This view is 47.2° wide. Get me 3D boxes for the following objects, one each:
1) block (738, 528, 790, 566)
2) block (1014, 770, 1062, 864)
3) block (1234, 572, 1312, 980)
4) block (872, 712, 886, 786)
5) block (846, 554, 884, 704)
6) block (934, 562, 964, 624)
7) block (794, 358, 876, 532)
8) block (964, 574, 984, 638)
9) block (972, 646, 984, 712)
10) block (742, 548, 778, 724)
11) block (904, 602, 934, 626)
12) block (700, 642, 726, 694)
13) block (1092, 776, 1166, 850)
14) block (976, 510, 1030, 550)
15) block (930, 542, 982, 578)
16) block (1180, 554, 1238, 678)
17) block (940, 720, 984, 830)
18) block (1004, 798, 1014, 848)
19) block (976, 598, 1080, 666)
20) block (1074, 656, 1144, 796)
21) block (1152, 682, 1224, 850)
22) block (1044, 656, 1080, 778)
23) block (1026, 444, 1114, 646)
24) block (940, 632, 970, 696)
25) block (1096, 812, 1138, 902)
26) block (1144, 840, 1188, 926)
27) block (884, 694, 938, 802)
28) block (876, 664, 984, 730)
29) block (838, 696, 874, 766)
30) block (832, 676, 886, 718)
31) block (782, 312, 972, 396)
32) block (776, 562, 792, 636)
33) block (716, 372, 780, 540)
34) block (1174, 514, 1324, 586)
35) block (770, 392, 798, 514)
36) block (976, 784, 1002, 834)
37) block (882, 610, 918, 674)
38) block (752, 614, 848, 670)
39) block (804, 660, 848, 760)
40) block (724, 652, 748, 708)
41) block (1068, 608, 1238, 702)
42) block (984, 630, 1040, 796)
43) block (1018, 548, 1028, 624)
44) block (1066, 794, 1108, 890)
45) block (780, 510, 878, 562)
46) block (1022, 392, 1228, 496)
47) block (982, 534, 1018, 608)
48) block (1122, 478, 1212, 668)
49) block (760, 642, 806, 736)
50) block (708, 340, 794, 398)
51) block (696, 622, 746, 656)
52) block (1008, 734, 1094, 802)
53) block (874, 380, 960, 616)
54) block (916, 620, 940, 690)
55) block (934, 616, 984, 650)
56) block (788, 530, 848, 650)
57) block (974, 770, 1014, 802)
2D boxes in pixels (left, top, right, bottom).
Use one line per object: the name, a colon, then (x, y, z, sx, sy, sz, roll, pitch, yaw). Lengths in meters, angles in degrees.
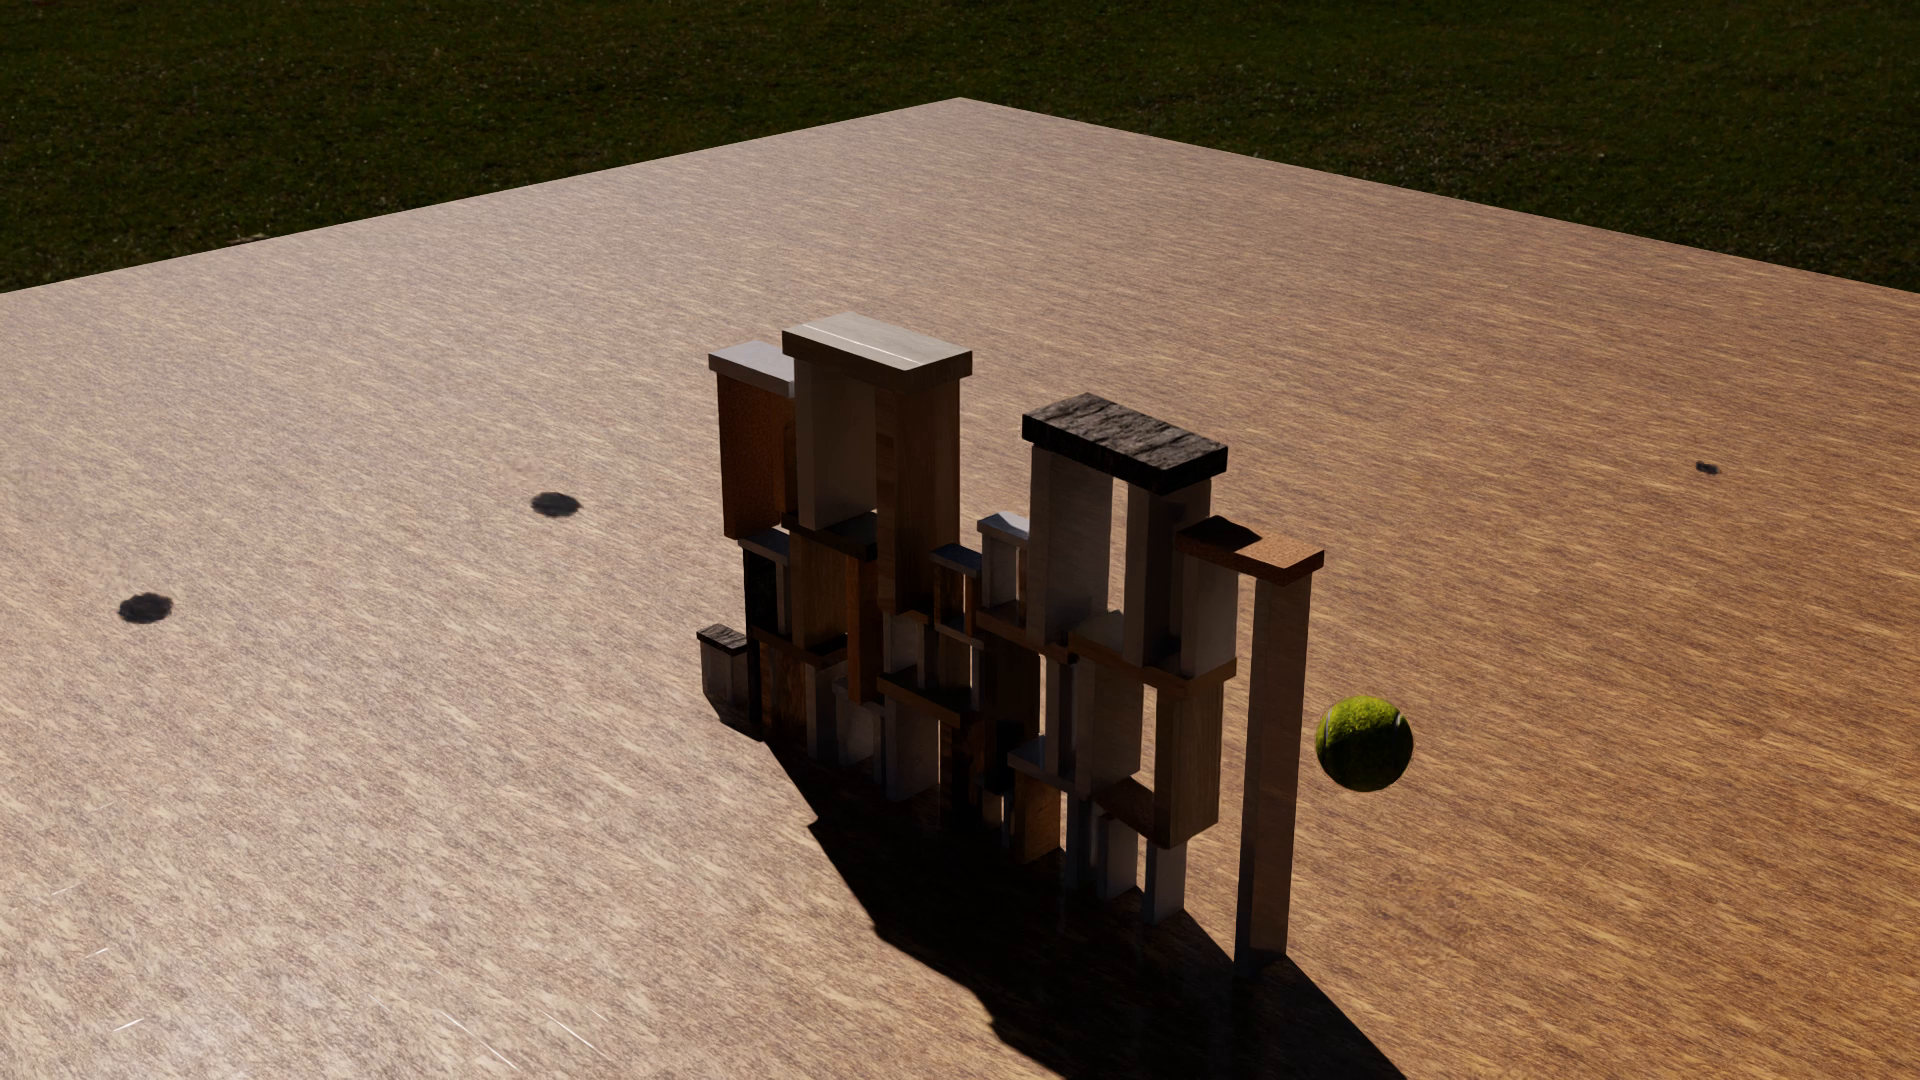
block: (-0.387, 0.012, 4.643, 0.081, 0.023, 0.162, -21, 31, -40)
block: (0.151, 0.520, 4.276, 0.101, 0.203, 0.029, -21, 31, -40)
block: (0.540, 0.406, 3.812, 0.032, 0.774, 0.113, 21, 31, 41)
block: (-0.142, 0.419, 4.563, 0.023, 0.164, 0.082, 21, 31, 41)
block: (-0.170, 0.165, 4.479, 0.130, 0.324, 0.037, -21, 31, -40)
block: (-0.022, 0.095, 4.285, 0.018, 0.128, 0.064, 21, 31, 41)
block: (-0.245, -0.210, 4.404, 0.176, 0.352, 0.050, -21, 31, -40)
block: (0.038, 0.118, 4.230, 0.018, 0.128, 0.064, 21, 31, 41)
block: (0.054, 0.260, 4.282, 0.019, 0.136, 0.068, 21, 31, 41)
block: (-0.425, 0.198, 4.764, 0.023, 0.414, 0.081, 21, 31, 41)
block: (-0.088, 0.127, 4.366, 0.073, 0.021, 0.147, -21, 31, -40)
block: (-0.550, 0.277, 4.941, 0.018, 0.130, 0.065, 21, 31, 41)
block: (0.341, 0.501, 4.063, 0.175, 0.025, 0.088, 33, 38, 33)
block: (0.110, -0.016, 4.095, 0.074, 0.021, 0.149, -21, 30, -40)
block: (0.008, 0.039, 4.229, 0.128, 0.018, 0.064, 21, 31, 41)
block: (0.432, 0.116, 3.800, 0.032, 0.226, 0.113, 21, 31, 41)
block: (0.014, 0.452, 4.394, 0.034, 0.237, 0.118, 21, 31, 41)
block: (0.110, 0.547, 4.330, 0.055, 0.110, 0.016, -21, 31, -41)
block: (0.156, 0.164, 4.122, 0.120, 0.034, 0.240, -21, 30, -39)
block: (0.278, 0.321, 4.057, 0.139, 0.277, 0.039, -21, 31, -40)
block: (0.409, 0.389, 3.940, 0.139, 0.308, 0.039, -21, 30, -40)
block: (0.213, 0.313, 4.121, 0.034, 0.240, 0.120, 22, 31, 40)
block: (0.200, -0.008, 3.987, 0.166, 0.375, 0.047, -20, 30, -40)
block: (-0.010, 0.235, 4.341, 0.019, 0.136, 0.068, 21, 31, 41)
block: (0.298, 0.588, 4.151, 0.025, 0.176, 0.088, 21, 31, 41)
block: (0.381, 0.620, 4.075, 0.088, 0.175, 0.025, -21, 31, -40)
block: (-0.098, 0.408, 4.496, 0.034, 0.237, 0.118, 21, 31, 41)
block: (-0.042, 0.305, 4.392, 0.237, 0.034, 0.118, 21, 31, 41)
block: (-0.219, 0.389, 4.635, 0.023, 0.164, 0.082, 21, 31, 41)
block: (-0.181, 0.318, 4.562, 0.082, 0.023, 0.164, -21, 31, -40)
block: (-0.162, -0.363, 4.250, 0.176, 0.050, 0.352, -21, 31, -40)
block: (-0.348, 0.112, 4.644, 0.081, 0.162, 0.023, -21, 31, -41)
block: (-0.443, -0.189, 4.622, 0.127, 0.365, 0.036, -21, 31, -40)
block: (0.486, 0.016, 3.702, 0.226, 0.032, 0.113, 20, 30, 40)
block: (-0.323, -0.194, 4.490, 0.127, 0.254, 0.036, -21, 31, -40)
block: (0.058, 0.527, 4.377, 0.055, 0.110, 0.016, -21, 31, -41)
block: (-0.121, 0.191, 4.432, 0.073, 0.147, 0.021, -21, 31, -41)
block: (-0.326, 0.210, 4.661, 0.221, 0.031, 0.110, 21, 31, 41)
block: (-0.274, 0.346, 4.662, 0.031, 0.220, 0.110, 21, 31, 41)
block: (-0.489, 0.301, 4.885, 0.018, 0.130, 0.065, 21, 31, 41)
block: (0.343, 0.203, 3.933, 0.139, 0.039, 0.277, -21, 31, -40)
block: (0.101, 0.316, 4.253, 0.120, 0.346, 0.034, -22, 31, -40)
block: (0.143, 0.077, 4.094, 0.074, 0.148, 0.021, -21, 30, -39)
block: (0.247, 0.558, 4.187, 0.029, 0.202, 0.101, 22, 31, 40)
block: (-0.230, -0.025, 4.465, 0.130, 0.037, 0.259, -21, 31, -40)
block: (0.285, -0.171, 3.836, 0.167, 0.047, 0.333, -20, 33, -39)
block: (0.076, 0.049, 4.161, 0.074, 0.149, 0.021, -21, 30, -40)
block: (0.361, 0.041, 3.838, 0.167, 0.333, 0.047, -21, 31, -40)
block: (-0.378, 0.306, 4.758, 0.031, 0.220, 0.110, 21, 31, 41)
block: (-0.384, -0.350, 4.489, 0.127, 0.036, 0.254, -21, 31, -40)
block: (-0.519, 0.221, 4.884, 0.130, 0.018, 0.065, 21, 31, 41)
block: (0.199, 0.433, 4.184, 0.203, 0.029, 0.101, 21, 31, 40)
block: (-0.080, -0.095, 4.272, 0.176, 0.462, 0.050, -21, 31, -40)
block: (-0.052, 0.218, 4.368, 0.073, 0.147, 0.021, -21, 31, -41)
block: (0.022, 0.176, 4.281, 0.136, 0.019, 0.068, 21, 31, 41)
block: (-0.291, 0.087, 4.580, 0.037, 0.259, 0.130, 21, 31, 41)
block: (0.084, 0.480, 4.329, 0.055, 0.016, 0.110, -22, 31, -40)
